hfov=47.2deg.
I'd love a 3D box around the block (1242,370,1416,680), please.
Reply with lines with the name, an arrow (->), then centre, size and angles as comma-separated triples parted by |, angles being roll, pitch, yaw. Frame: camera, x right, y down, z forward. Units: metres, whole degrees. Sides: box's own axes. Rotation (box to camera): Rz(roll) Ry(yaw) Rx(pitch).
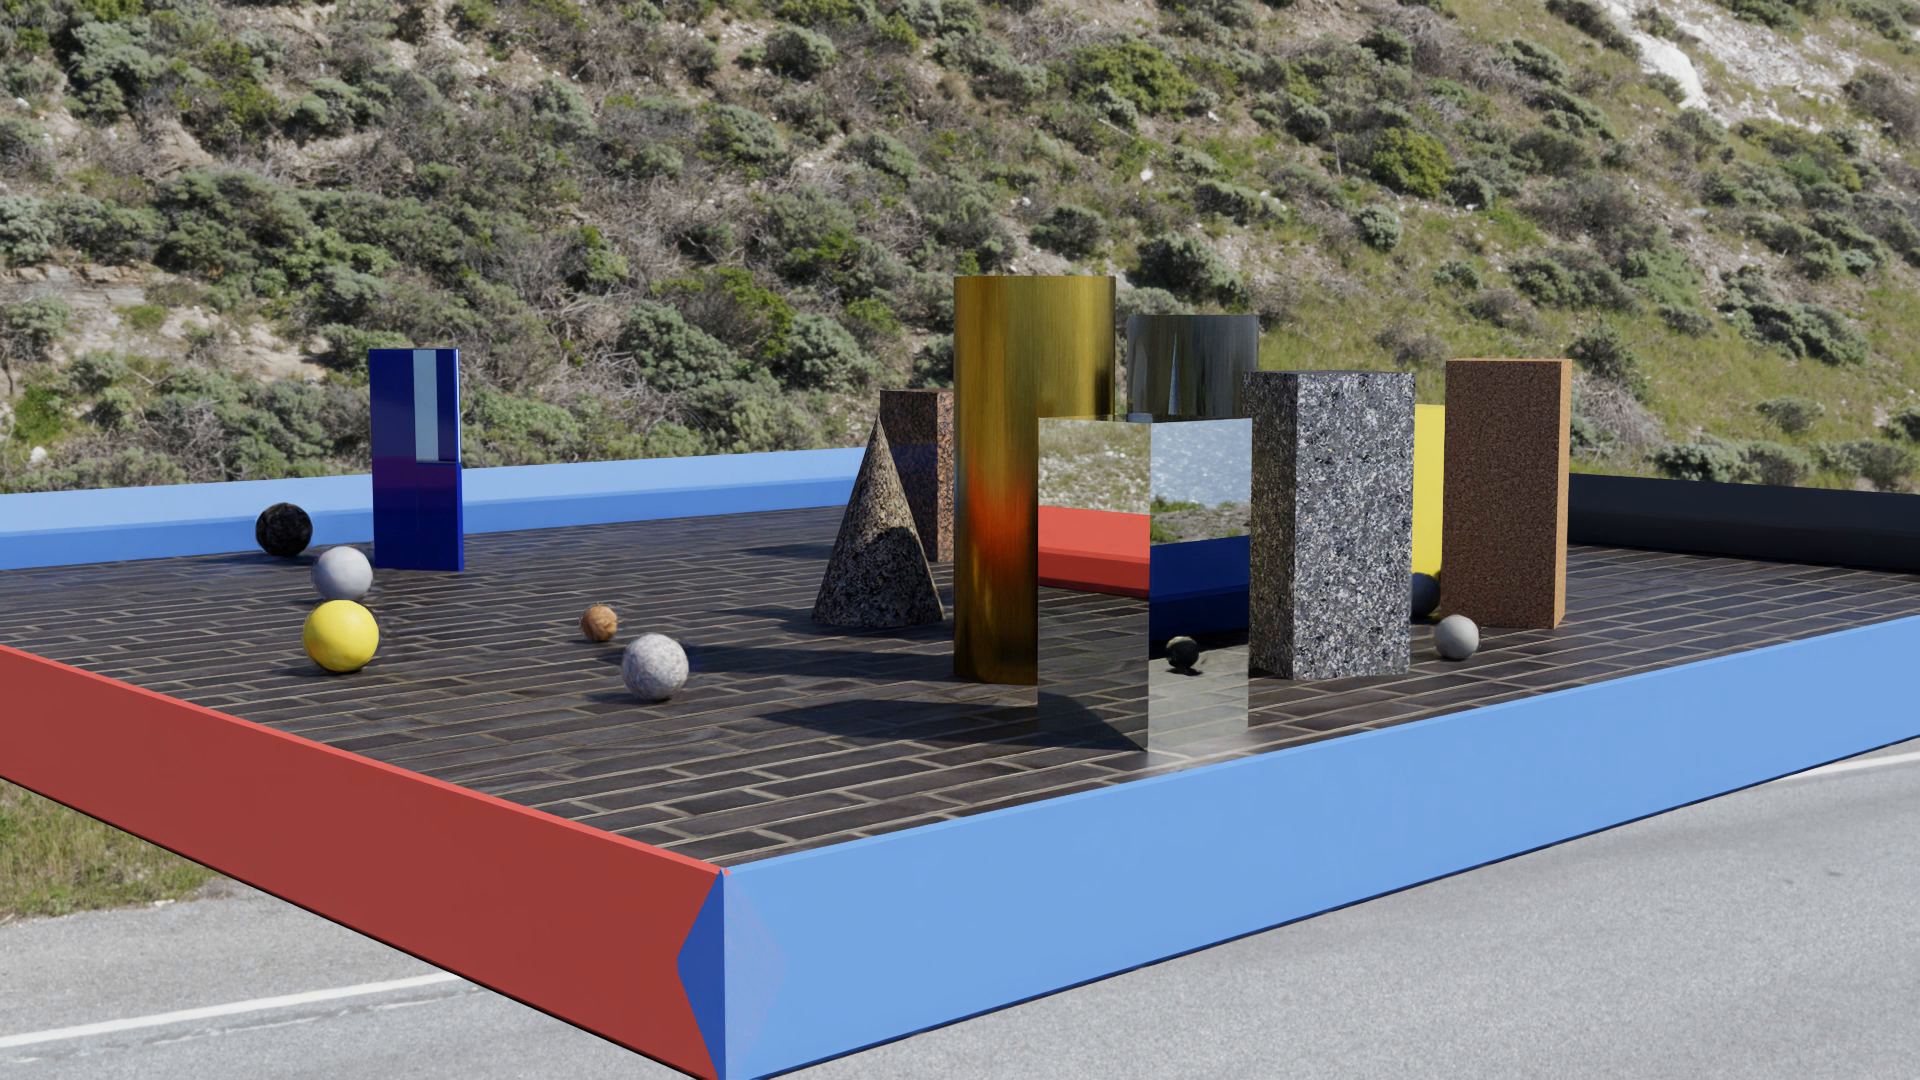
block -> 0.454, -0.025, 2.738 | 0.158, 0.368, 0.158 | -2, 6, -17

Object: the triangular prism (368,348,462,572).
triangular prism -> -0.913, -0.145, 3.839 | 0.171, 0.379, 0.148 | 2, 6, 17

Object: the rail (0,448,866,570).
rail -> -0.966, -0.075, 4.373 | 3.036, 0.128, 0.045 | -5, 8, -42

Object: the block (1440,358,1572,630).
block -> 0.785, -0.071, 3.159 | 0.158, 0.374, 0.158 | 2, 6, 20

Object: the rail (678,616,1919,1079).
rail -> 0.966, 0.142, 2.291 | 3.036, 0.128, 0.045 | -5, 8, -42

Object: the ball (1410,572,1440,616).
ball -> 0.669, 0.079, 3.208 | 0.064, 0.064, 0.064 | 0, 6, 0

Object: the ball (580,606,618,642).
ball -> -0.486, 0.113, 2.963 | 0.049, 0.049, 0.049 | 0, 6, 0

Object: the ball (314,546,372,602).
ball -> -0.941, 0.053, 3.352 | 0.087, 0.087, 0.087 | 0, 6, 0

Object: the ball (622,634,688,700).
ball -> -0.349, 0.146, 2.516 | 0.076, 0.076, 0.076 | 0, 6, 0

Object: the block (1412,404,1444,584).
block -> 0.719, -0.070, 3.554 | 0.158, 0.290, 0.158 | -4, 7, -31

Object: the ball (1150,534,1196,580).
ball -> 0.351, 0.029, 3.635 | 0.076, 0.076, 0.076 | 0, 6, 0

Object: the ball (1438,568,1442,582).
ball -> 0.783, 0.058, 3.485 | 0.049, 0.049, 0.049 | 0, 6, 0

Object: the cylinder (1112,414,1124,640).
cylinder -> 0.125, -0.021, 3.022 | 0.197, 0.302, 0.197 | 0, 6, 0

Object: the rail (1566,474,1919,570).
rail -> 1.098, -0.072, 4.340 | 0.045, 0.128, 2.897 | -5, 8, -42

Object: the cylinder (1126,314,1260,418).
cylinder -> 0.348, -0.119, 3.305 | 0.197, 0.438, 0.197 | 0, 6, 0

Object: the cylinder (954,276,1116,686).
cylinder -> 0.090, -0.078, 2.691 | 0.197, 0.485, 0.197 | 0, 6, 0

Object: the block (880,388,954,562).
block -> -0.034, -0.122, 3.995 | 0.158, 0.300, 0.158 | -5, 8, -42

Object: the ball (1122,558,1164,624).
ball -> 0.244, 0.073, 3.133 | 0.092, 0.092, 0.092 | 0, 6, 0

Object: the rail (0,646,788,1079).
rail -> -1.098, 0.139, 2.324 | 0.045, 0.128, 2.897 | -5, 8, -42

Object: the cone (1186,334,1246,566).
cone -> 0.493, -0.168, 3.919 | 0.197, 0.409, 0.197 | 0, 6, 0

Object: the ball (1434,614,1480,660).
ball -> 0.635, 0.124, 2.810 | 0.057, 0.057, 0.057 | 0, 6, 0

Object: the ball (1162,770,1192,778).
ball -> 0.180, 0.223, 1.717 | 0.088, 0.088, 0.088 | 0, 6, 0

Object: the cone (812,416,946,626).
cone -> -0.119, -0.035, 3.186 | 0.197, 0.296, 0.197 | 0, 6, 0

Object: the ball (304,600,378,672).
ball -> -0.762, 0.119, 2.709 | 0.090, 0.090, 0.090 | 0, 6, 0

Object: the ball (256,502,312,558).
ball -> -1.222, -0.018, 3.975 | 0.098, 0.098, 0.098 | 0, 6, 0

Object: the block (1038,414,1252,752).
block -> 0.194, 0.038, 2.318 | 0.158, 0.332, 0.158 | -6, 8, -43
